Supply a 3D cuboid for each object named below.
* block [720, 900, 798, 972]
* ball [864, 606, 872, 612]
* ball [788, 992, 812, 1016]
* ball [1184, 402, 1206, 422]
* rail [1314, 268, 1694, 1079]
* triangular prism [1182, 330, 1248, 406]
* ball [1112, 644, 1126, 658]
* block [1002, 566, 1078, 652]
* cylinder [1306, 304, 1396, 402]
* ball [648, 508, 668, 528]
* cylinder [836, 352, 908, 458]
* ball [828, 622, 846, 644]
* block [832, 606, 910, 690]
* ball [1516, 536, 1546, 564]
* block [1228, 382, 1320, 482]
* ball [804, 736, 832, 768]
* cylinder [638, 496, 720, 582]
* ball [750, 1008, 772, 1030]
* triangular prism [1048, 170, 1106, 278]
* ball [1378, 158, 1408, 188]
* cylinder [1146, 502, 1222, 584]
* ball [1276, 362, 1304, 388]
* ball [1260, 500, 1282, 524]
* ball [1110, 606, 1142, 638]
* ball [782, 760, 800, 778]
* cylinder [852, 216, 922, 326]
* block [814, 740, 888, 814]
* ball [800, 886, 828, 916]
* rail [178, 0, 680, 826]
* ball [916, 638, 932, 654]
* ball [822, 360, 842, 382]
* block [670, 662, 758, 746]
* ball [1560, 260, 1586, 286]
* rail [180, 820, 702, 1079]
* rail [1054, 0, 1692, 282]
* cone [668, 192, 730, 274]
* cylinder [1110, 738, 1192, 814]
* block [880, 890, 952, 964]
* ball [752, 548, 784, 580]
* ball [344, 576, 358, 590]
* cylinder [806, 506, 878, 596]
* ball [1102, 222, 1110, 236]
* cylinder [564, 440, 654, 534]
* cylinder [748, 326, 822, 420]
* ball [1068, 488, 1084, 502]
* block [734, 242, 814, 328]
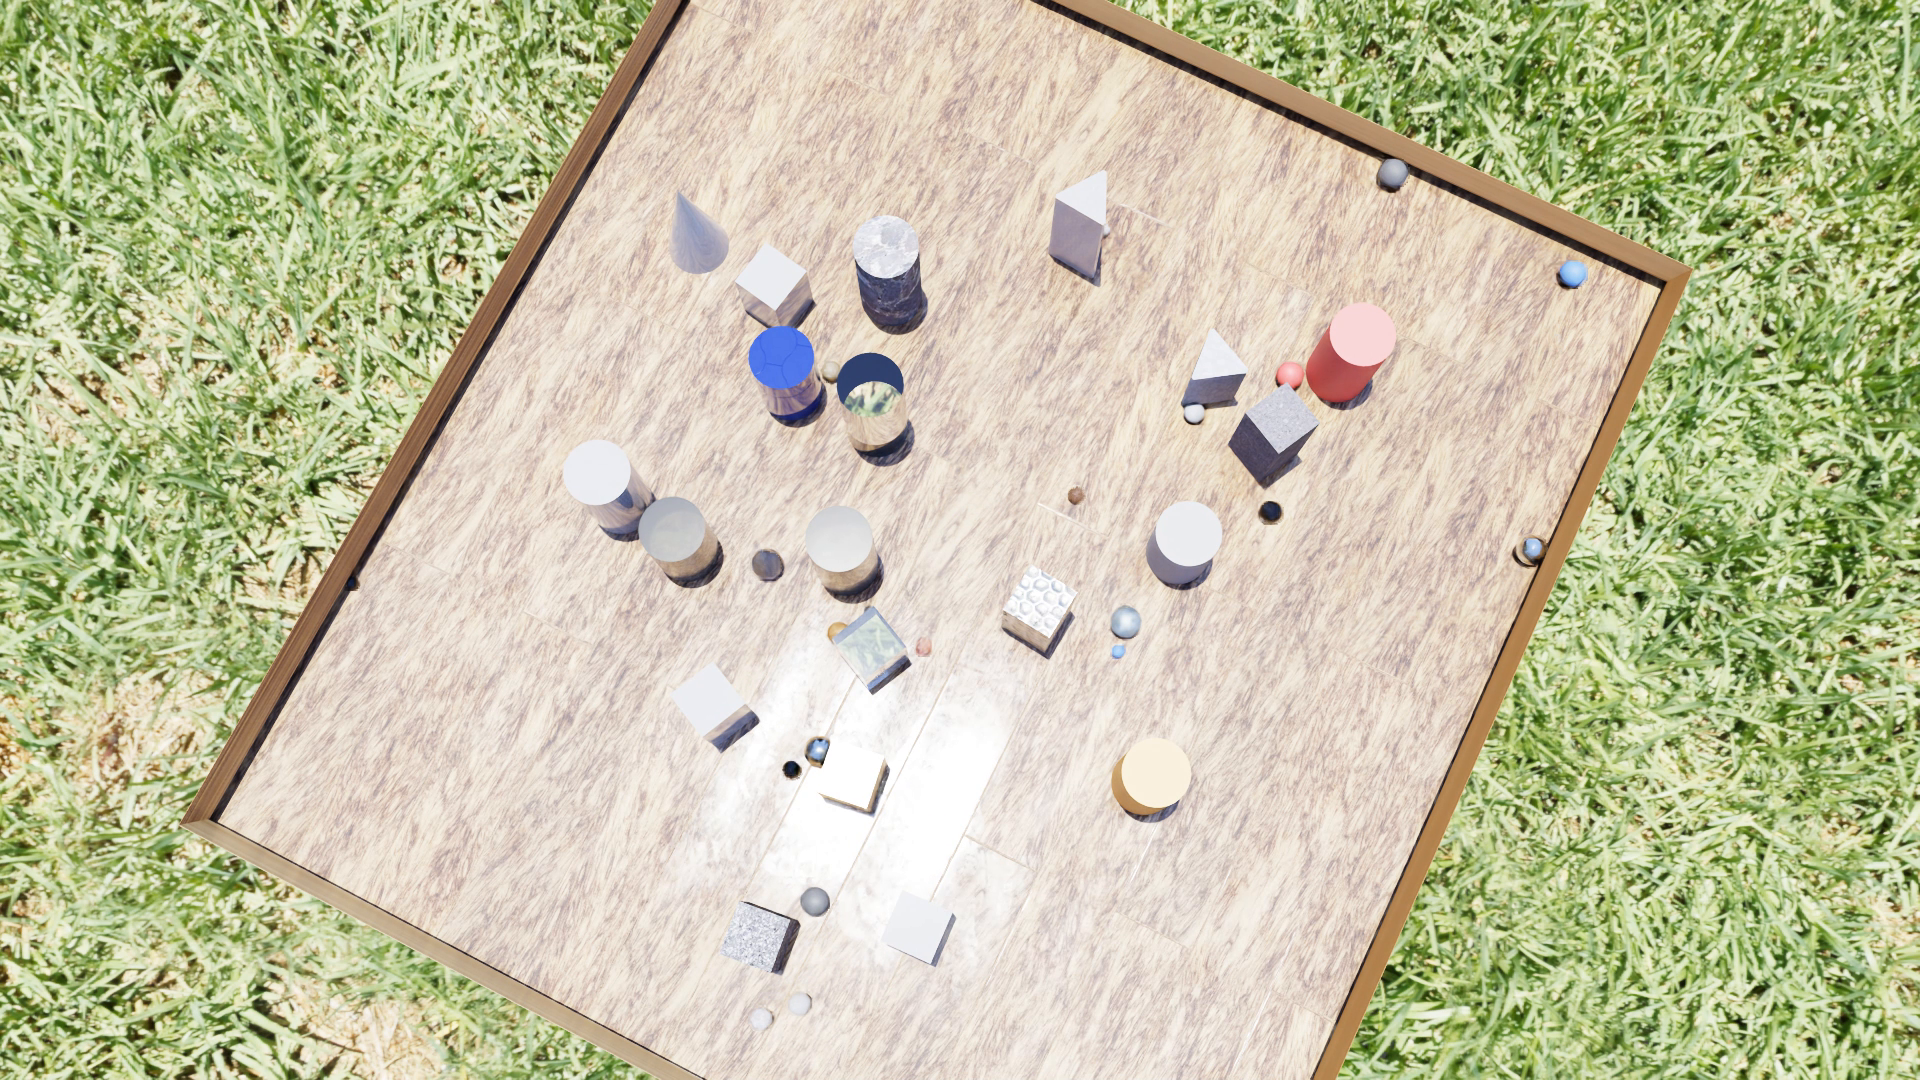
[{"bbox_3d":[-0.576,1.137,5.255,0.154,0.247,0.154,20,79,4],"label":"block"},{"bbox_3d":[-0.272,0.217,5.551,0.041,0.041,0.041,0,78,0],"label":"ball"},{"bbox_3d":[-0.464,1.341,5.305,0.067,0.067,0.067,0,78,0],"label":"ball"},{"bbox_3d":[0.725,-0.395,5.665,0.064,0.064,0.064,0,78,0],"label":"ball"},{"bbox_3d":[1.453,0.718,5.403,0.045,0.125,3.552,26,80,5],"label":"rail"},{"bbox_3d":[0.760,-0.529,5.578,0.167,0.290,0.145,-8,78,-2],"label":"triangular prism"},{"bbox_3d":[0.478,0.335,5.526,0.041,0.041,0.041,0,78,0],"label":"ball"},{"bbox_3d":[0.230,0.207,5.410,0.154,0.321,0.154,31,80,6],"label":"block"},{"bbox_3d":[1.176,-0.561,5.536,0.193,0.385,0.193,0,78,0],"label":"cylinder"},{"bbox_3d":[-0.922,-0.067,5.597,0.066,0.066,0.066,0,78,0],"label":"ball"},{"bbox_3d":[-0.257,-0.397,5.463,0.193,0.462,0.193,0,78,0],"label":"cylinder"},{"bbox_3d":[-0.366,0.281,5.523,0.070,0.070,0.070,0,78,0],"label":"ball"},{"bbox_3d":[-0.262,0.322,5.420,0.154,0.255,0.154,-38,81,-7],"label":"block"},{"bbox_3d":[1.734,0.031,5.564,0.089,0.089,0.089,0,78,0],"label":"ball"},{"bbox_3d":[0.937,-0.318,5.495,0.154,0.366,0.154,-36,81,-7],"label":"block"},{"bbox_3d":[-0.417,0.627,5.439,0.094,0.094,0.094,0,78,0],"label":"ball"},{"bbox_3d":[-0.833,0.001,5.453,0.193,0.320,0.193,0,78,0],"label":"cylinder"},{"bbox_3d":[-0.575,1.384,5.298,0.064,0.064,0.064,0,78,0],"label":"ball"},{"bbox_3d":[0.388,-0.976,5.584,0.167,0.459,0.145,31,80,6],"label":"triangular prism"},{"bbox_3d":[1.373,-1.164,5.811,0.091,0.091,0.091,0,78,0],"label":"ball"},{"bbox_3d":[0.665,0.011,5.464,0.193,0.294,0.193,0,78,0],"label":"cylinder"},{"bbox_3d":[1.024,-0.511,5.679,0.084,0.084,0.084,0,78,0],"label":"ball"},{"bbox_3d":[0.950,-0.085,5.598,0.072,0.072,0.072,0,78,0],"label":"ball"},{"bbox_3d":[0.499,0.245,5.518,0.095,0.095,0.095,0,78,0],"label":"ball"},{"bbox_3d":[-0.501,0.683,5.447,0.055,0.055,0.055,0,78,0],"label":"ball"},{"bbox_3d":[-0.216,-0.810,5.558,0.193,0.443,0.193,0,78,0],"label":"cylinder"},{"bbox_3d":[-0.314,0.691,5.338,0.154,0.266,0.154,18,79,4],"label":"block"},{"bbox_3d":[-0.425,1.056,5.355,0.084,0.084,0.084,0,78,0],"label":"ball"},{"bbox_3d":[-1.453,-0.705,5.697,0.045,0.125,3.552,26,80,5],"label":"rail"},{"bbox_3d":[-0.109,0.320,5.523,0.053,0.053,0.053,0,78,0],"label":"ball"},{"bbox_3d":[-0.400,-0.525,5.693,0.063,0.063,0.063,0,78,0],"label":"ball"},{"bbox_3d":[-0.718,0.483,5.359,0.154,0.309,0.154,-38,81,-7],"label":"block"},{"bbox_3d":[1.923,-0.837,5.748,0.082,0.082,0.082,0,78,0],"label":"ball"},{"bbox_3d":[-0.784,1.542,5.232,3.297,0.125,0.045,26,80,5],"label":"rail"},{"bbox_3d":[0.784,-1.528,5.868,3.297,0.125,0.045,26,80,5],"label":"rail"},{"bbox_3d":[-0.828,-0.980,5.589,0.193,0.450,0.193,0,78,0],"label":"cone"},{"bbox_3d":[0.547,0.685,5.284,0.193,0.373,0.193,0,78,0],"label":"cylinder"},{"bbox_3d":[-0.122,1.108,5.256,0.154,0.256,0.154,23,79,5],"label":"block"},{"bbox_3d":[-0.584,0.072,5.552,0.097,0.097,0.097,0,78,0],"label":"ball"},{"bbox_3d":[-1.851,0.130,5.567,0.044,0.044,0.044,0,78,0],"label":"ball"},{"bbox_3d":[-0.345,0.036,5.409,0.193,0.393,0.193,0,78,0],"label":"cylinder"},{"bbox_3d":[0.452,-0.982,5.797,0.044,0.044,0.044,0,78,0],"label":"ball"},{"bbox_3d":[-1.041,-0.154,5.445,0.193,0.397,0.193,0,78,0],"label":"cylinder"},{"bbox_3d":[-0.524,-0.500,5.542,0.193,0.348,0.193,0,78,0],"label":"cylinder"},{"bbox_3d":[0.355,-0.137,5.621,0.047,0.047,0.047,0,78,0],"label":"ball"},{"bbox_3d":[-0.570,-0.767,5.641,0.154,0.263,0.154,36,81,7],"label":"block"}]
